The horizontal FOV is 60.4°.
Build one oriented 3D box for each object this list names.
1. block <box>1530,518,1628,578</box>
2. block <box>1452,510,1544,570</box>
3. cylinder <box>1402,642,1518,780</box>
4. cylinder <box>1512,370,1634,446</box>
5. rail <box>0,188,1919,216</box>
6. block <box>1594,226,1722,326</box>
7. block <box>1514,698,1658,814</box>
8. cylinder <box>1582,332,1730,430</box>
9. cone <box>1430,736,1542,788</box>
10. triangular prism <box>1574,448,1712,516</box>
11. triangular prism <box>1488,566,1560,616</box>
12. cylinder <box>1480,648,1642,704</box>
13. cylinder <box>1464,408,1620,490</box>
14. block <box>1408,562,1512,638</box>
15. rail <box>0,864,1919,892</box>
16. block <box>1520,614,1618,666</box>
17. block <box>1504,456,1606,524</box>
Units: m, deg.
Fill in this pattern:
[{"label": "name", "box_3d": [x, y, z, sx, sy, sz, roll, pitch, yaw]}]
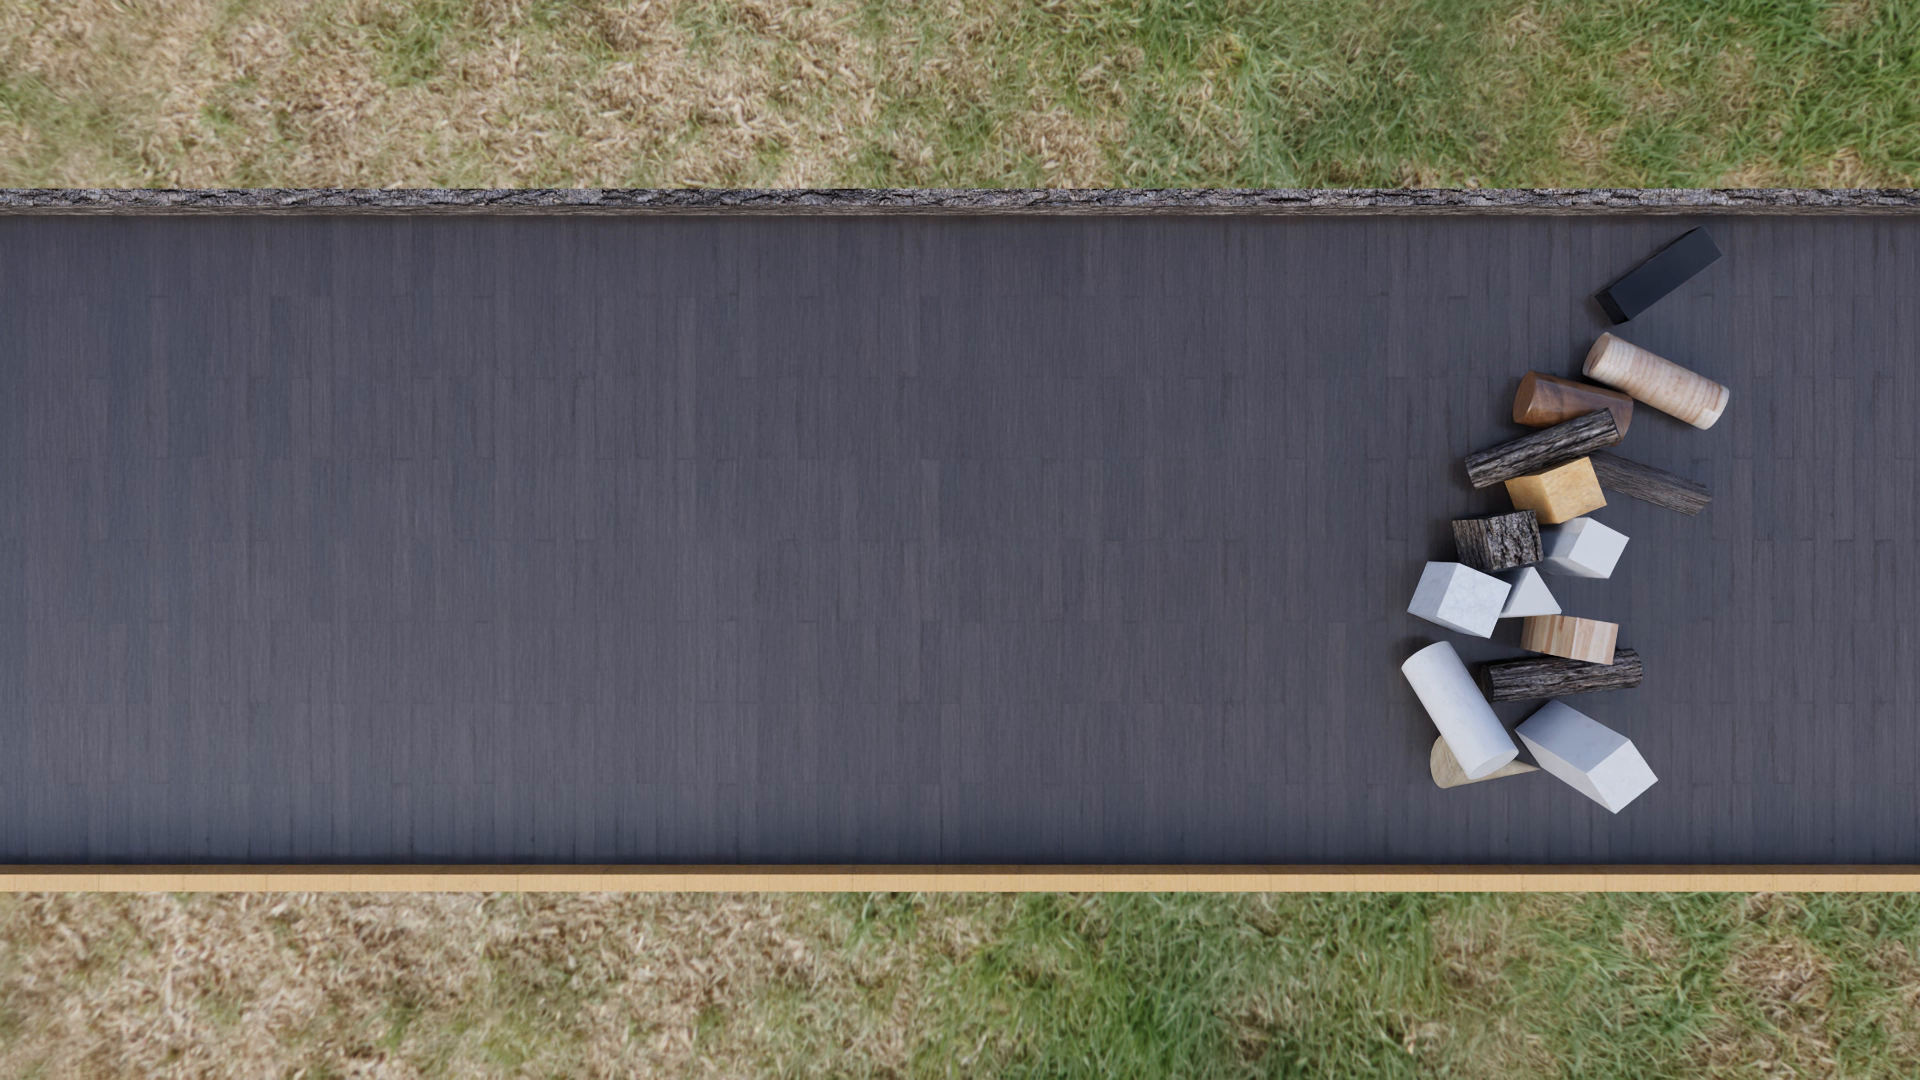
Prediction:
[{"label": "block", "box_3d": [1.796, 0.022, 4.857, 0.127, 0.438, 0.127, 27, 90, 0]}, {"label": "block", "box_3d": [1.600, -0.001, 4.919, 0.150, 0.315, 0.150, -11, 90, 0]}, {"label": "cylinder", "box_3d": [1.487, 0.505, 4.913, 0.164, 0.164, 0.383, -26, 62, 0]}, {"label": "cylinder", "box_3d": [1.854, -0.398, 4.995, 0.301, 0.163, 0.163, 14, 90, 0]}, {"label": "rail", "box_3d": [-2.247, -1.025, 5.002, 12.000, 0.150, 0.050, 0, 90, 0]}, {"label": "block", "box_3d": [2.125, -0.804, 5.022, 0.343, 0.110, 0.110, -35, 90, 0]}, {"label": "block", "box_3d": [1.831, 0.628, 4.846, 0.154, 0.438, 0.154, -39, 103, 0]}, {"label": "cylinder", "box_3d": [2.109, -0.482, 5.005, 0.396, 0.144, 0.144, 25, 90, 0]}, {"label": "cone", "box_3d": [1.630, 0.687, 5.037, 0.334, 0.165, 0.165, 6, 90, -14]}, {"label": "triangular prism", "box_3d": [2.071, -0.189, 5.029, 0.422, 0.091, 0.105, 18, 90, 0]}, {"label": "triangular prism", "box_3d": [1.641, 0.156, 4.914, 0.156, 0.317, 0.135, -2, 86, -5]}, {"label": "cylinder", "box_3d": [1.827, 0.414, 5.017, 0.449, 0.119, 0.119, -6, 90, 0]}, {"label": "cylinder", "box_3d": [1.743, -0.271, 4.941, 0.430, 0.106, 0.106, -21, 90, 24]}, {"label": "block", "box_3d": [1.485, 0.175, 4.921, 0.167, 0.311, 0.167, 23, 90, 0]}, {"label": "rail", "box_3d": [-2.247, 1.025, 5.001, 12.000, 0.150, 0.050, 0, 90, 0]}, {"label": "block", "box_3d": [1.790, 0.286, 4.863, 0.117, 0.428, 0.117, 9, 90, 0]}, {"label": "block", "box_3d": [1.770, -0.144, 4.917, 0.150, 0.318, 0.150, -21, 90, 0]}]
